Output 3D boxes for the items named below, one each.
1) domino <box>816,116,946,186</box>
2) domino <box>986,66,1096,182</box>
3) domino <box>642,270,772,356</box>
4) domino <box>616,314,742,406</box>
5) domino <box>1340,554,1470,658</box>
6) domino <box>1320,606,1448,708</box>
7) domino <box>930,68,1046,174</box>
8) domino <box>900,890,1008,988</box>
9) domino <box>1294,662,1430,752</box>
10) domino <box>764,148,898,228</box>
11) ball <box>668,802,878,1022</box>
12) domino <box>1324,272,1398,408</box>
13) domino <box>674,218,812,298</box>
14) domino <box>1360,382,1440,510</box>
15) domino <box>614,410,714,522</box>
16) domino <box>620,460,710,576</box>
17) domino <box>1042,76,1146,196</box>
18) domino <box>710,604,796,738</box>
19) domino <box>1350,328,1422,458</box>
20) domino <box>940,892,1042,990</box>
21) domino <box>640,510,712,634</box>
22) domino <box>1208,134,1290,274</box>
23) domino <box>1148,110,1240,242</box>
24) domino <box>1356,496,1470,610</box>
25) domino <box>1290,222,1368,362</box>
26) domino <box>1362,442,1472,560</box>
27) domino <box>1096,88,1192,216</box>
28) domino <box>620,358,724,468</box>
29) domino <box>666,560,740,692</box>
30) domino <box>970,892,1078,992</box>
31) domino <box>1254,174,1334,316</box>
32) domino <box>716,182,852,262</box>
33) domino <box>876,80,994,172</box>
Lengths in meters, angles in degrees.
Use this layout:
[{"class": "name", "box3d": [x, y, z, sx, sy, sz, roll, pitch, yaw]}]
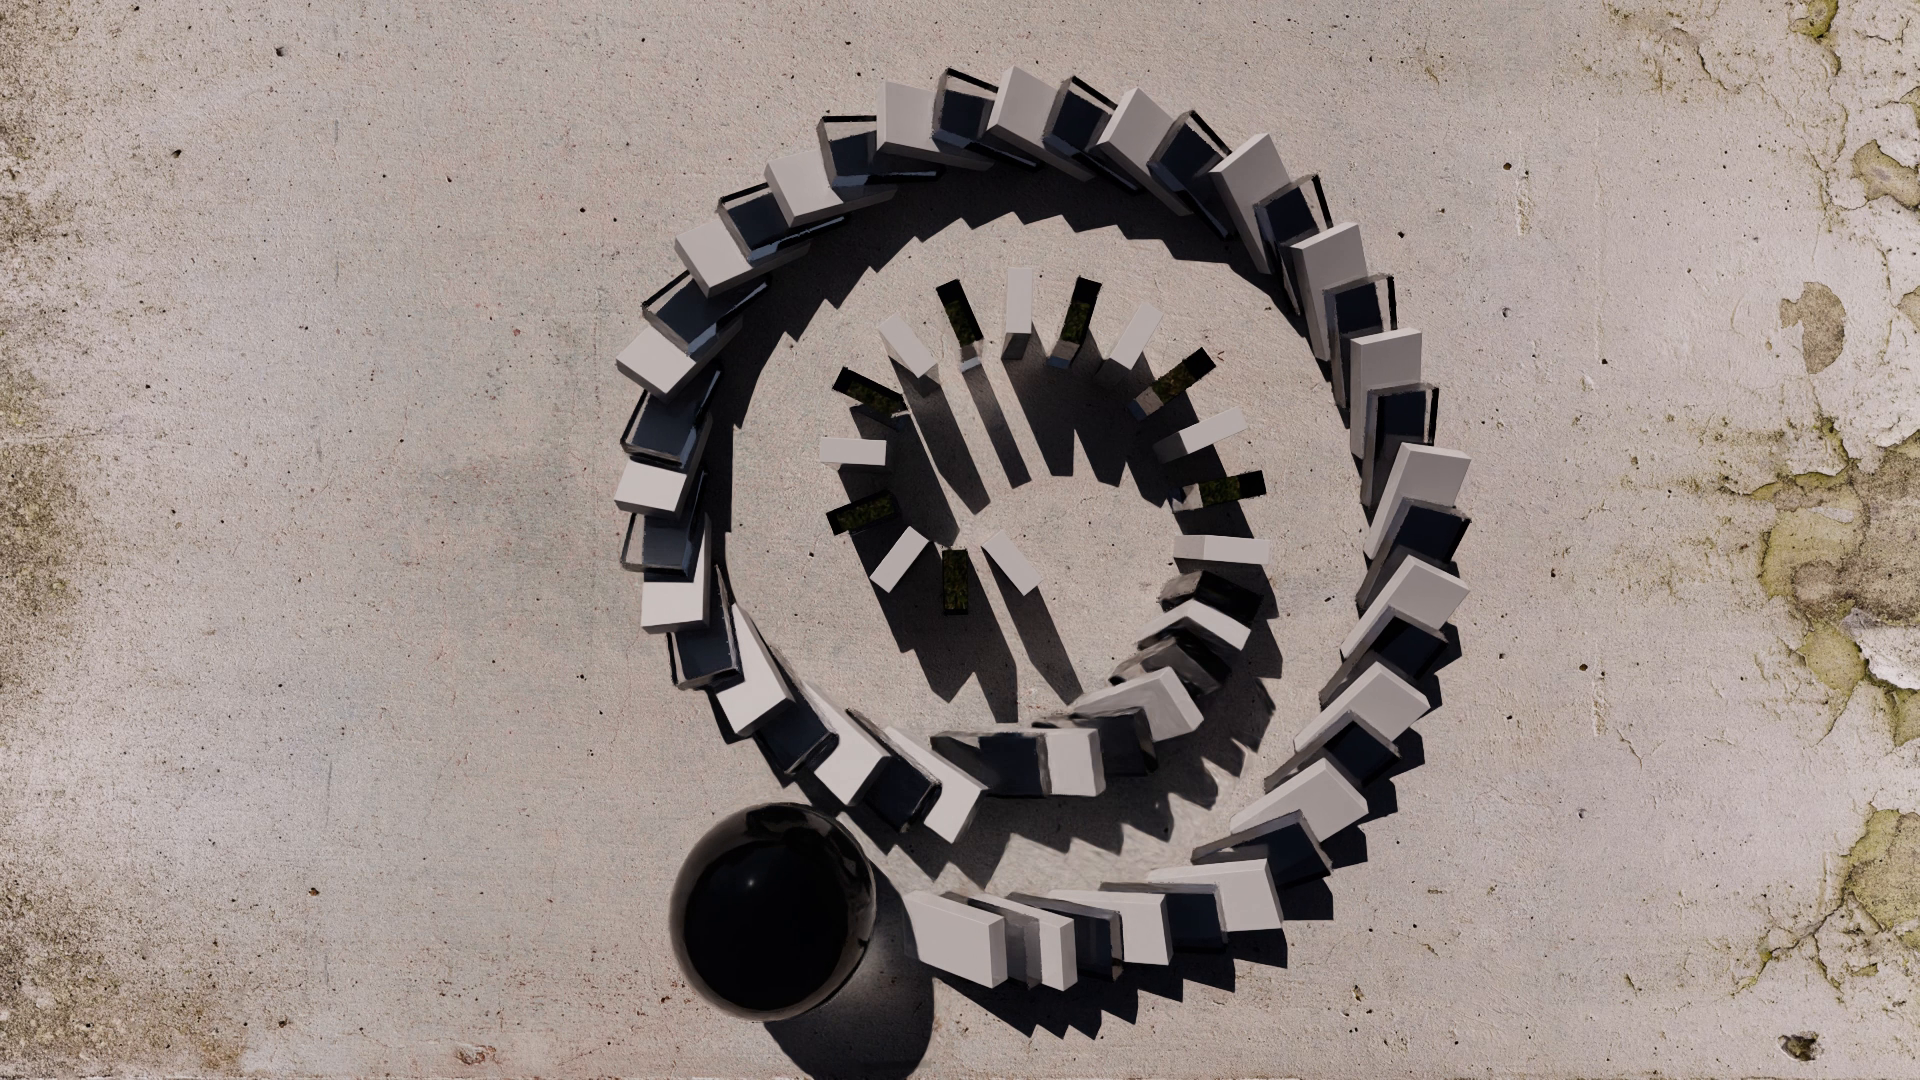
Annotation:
[{"class": "domino", "box3d": [-0.033, -0.164, 0.385, 0.050, 0.009, 0.025, -14, 90, -26]}, {"class": "domino", "box3d": [0.038, -0.174, 0.385, 0.050, 0.010, 0.025, 17, 90, -25]}, {"class": "domino", "box3d": [-0.105, -0.103, 0.385, 0.025, 0.009, 0.050, 41, 64, 0]}, {"class": "domino", "box3d": [-0.117, -0.083, 0.385, 0.025, 0.009, 0.050, 35, 64, 0]}, {"class": "domino", "box3d": [0.186, 0.034, 0.385, 0.025, 0.010, 0.050, 26, 115, 0]}, {"class": "domino", "box3d": [0.177, 0.055, 0.385, 0.025, 0.009, 0.050, 27, 115, 0]}, {"class": "domino", "box3d": [0.014, -0.175, 0.385, 0.050, 0.010, 0.025, 8, 89, -26]}, {"class": "domino", "box3d": [-0.003, 0.164, 0.380, 0.050, 0.009, 0.025, -3, 90, 43]}, {"class": "domino", "box3d": [0.168, 0.077, 0.385, 0.025, 0.009, 0.050, 36, 115, 0]}, {"class": "domino", "box3d": [-0.054, -0.151, 0.385, 0.050, 0.010, 0.025, -26, 90, -25]}, {"class": "ball", "box3d": [-0.073, 0.144, 0.360, 0.080, 0.080, 0.080, 0, 90, 0]}, {"class": "domino", "box3d": [0.170, -0.083, 0.385, 0.025, 0.010, 0.050, -18, 115, 0]}, {"class": "domino", "box3d": [-0.091, -0.124, 0.385, 0.050, 0.010, 0.025, -34, 90, -25]}, {"class": "domino", "box3d": [0.184, -0.039, 0.385, 0.025, 0.010, 0.050, -8, 115, 0]}, {"class": "domino", "box3d": [-0.124, -0.034, 0.385, 0.025, 0.010, 0.050, 11, 64, 0]}, {"class": "domino", "box3d": [-0.123, -0.011, 0.385, 0.025, 0.009, 0.050, 4, 64, 0]}, {"class": "domino", "box3d": [0.061, -0.169, 0.385, 0.050, 0.010, 0.025, 21, 90, -25]}, {"class": "domino", "box3d": [-0.092, 0.054, 0.385, 0.025, 0.010, 0.050, -35, 64, 0]}, {"class": "domino", "box3d": [0.179, -0.061, 0.385, 0.025, 0.010, 0.050, -12, 115, 0]}, {"class": "domino", "box3d": [0.011, 0.165, 0.380, 0.050, 0.009, 0.025, -3, 90, 43]}, {"class": "domino", "box3d": [-0.119, 0.013, 0.385, 0.025, 0.009, 0.050, -6, 64, 0]}, {"class": "domino", "box3d": [0.128, -0.140, 0.385, 0.025, 0.009, 0.050, -39, 116, 0]}, {"class": "domino", "box3d": [0.105, -0.152, 0.385, 0.050, 0.009, 0.025, 34, 90, -26]}, {"class": "domino", "box3d": [0.189, 0.009, 0.385, 0.025, 0.010, 0.050, 14, 116, 0]}, {"class": "domino", "box3d": [0.158, -0.104, 0.385, 0.025, 0.010, 0.050, -24, 115, 0]}, {"class": "domino", "box3d": [0.191, -0.014, 0.385, 0.025, 0.009, 0.050, 8, 116, 0]}, {"class": "domino", "box3d": [0.084, -0.162, 0.385, 0.050, 0.010, 0.025, 29, 90, -25]}, {"class": "domino", "box3d": [-0.120, -0.057, 0.385, 0.025, 0.009, 0.050, 15, 64, 0]}, {"class": "domino", "box3d": [-0.110, 0.035, 0.385, 0.025, 0.010, 0.050, -17, 63, 0]}, {"class": "domino", "box3d": [0.025, 0.165, 0.380, 0.050, 0.009, 0.025, -3, 90, 43]}, {"class": "domino", "box3d": [0.144, -0.123, 0.385, 0.025, 0.009, 0.050, -31, 116, 0]}, {"class": "domino", "box3d": [-0.073, -0.138, 0.385, 0.050, 0.010, 0.025, -31, 90, -25]}, {"class": "domino", "box3d": [-0.010, -0.173, 0.385, 0.050, 0.009, 0.025, 0, 89, -26]}]
